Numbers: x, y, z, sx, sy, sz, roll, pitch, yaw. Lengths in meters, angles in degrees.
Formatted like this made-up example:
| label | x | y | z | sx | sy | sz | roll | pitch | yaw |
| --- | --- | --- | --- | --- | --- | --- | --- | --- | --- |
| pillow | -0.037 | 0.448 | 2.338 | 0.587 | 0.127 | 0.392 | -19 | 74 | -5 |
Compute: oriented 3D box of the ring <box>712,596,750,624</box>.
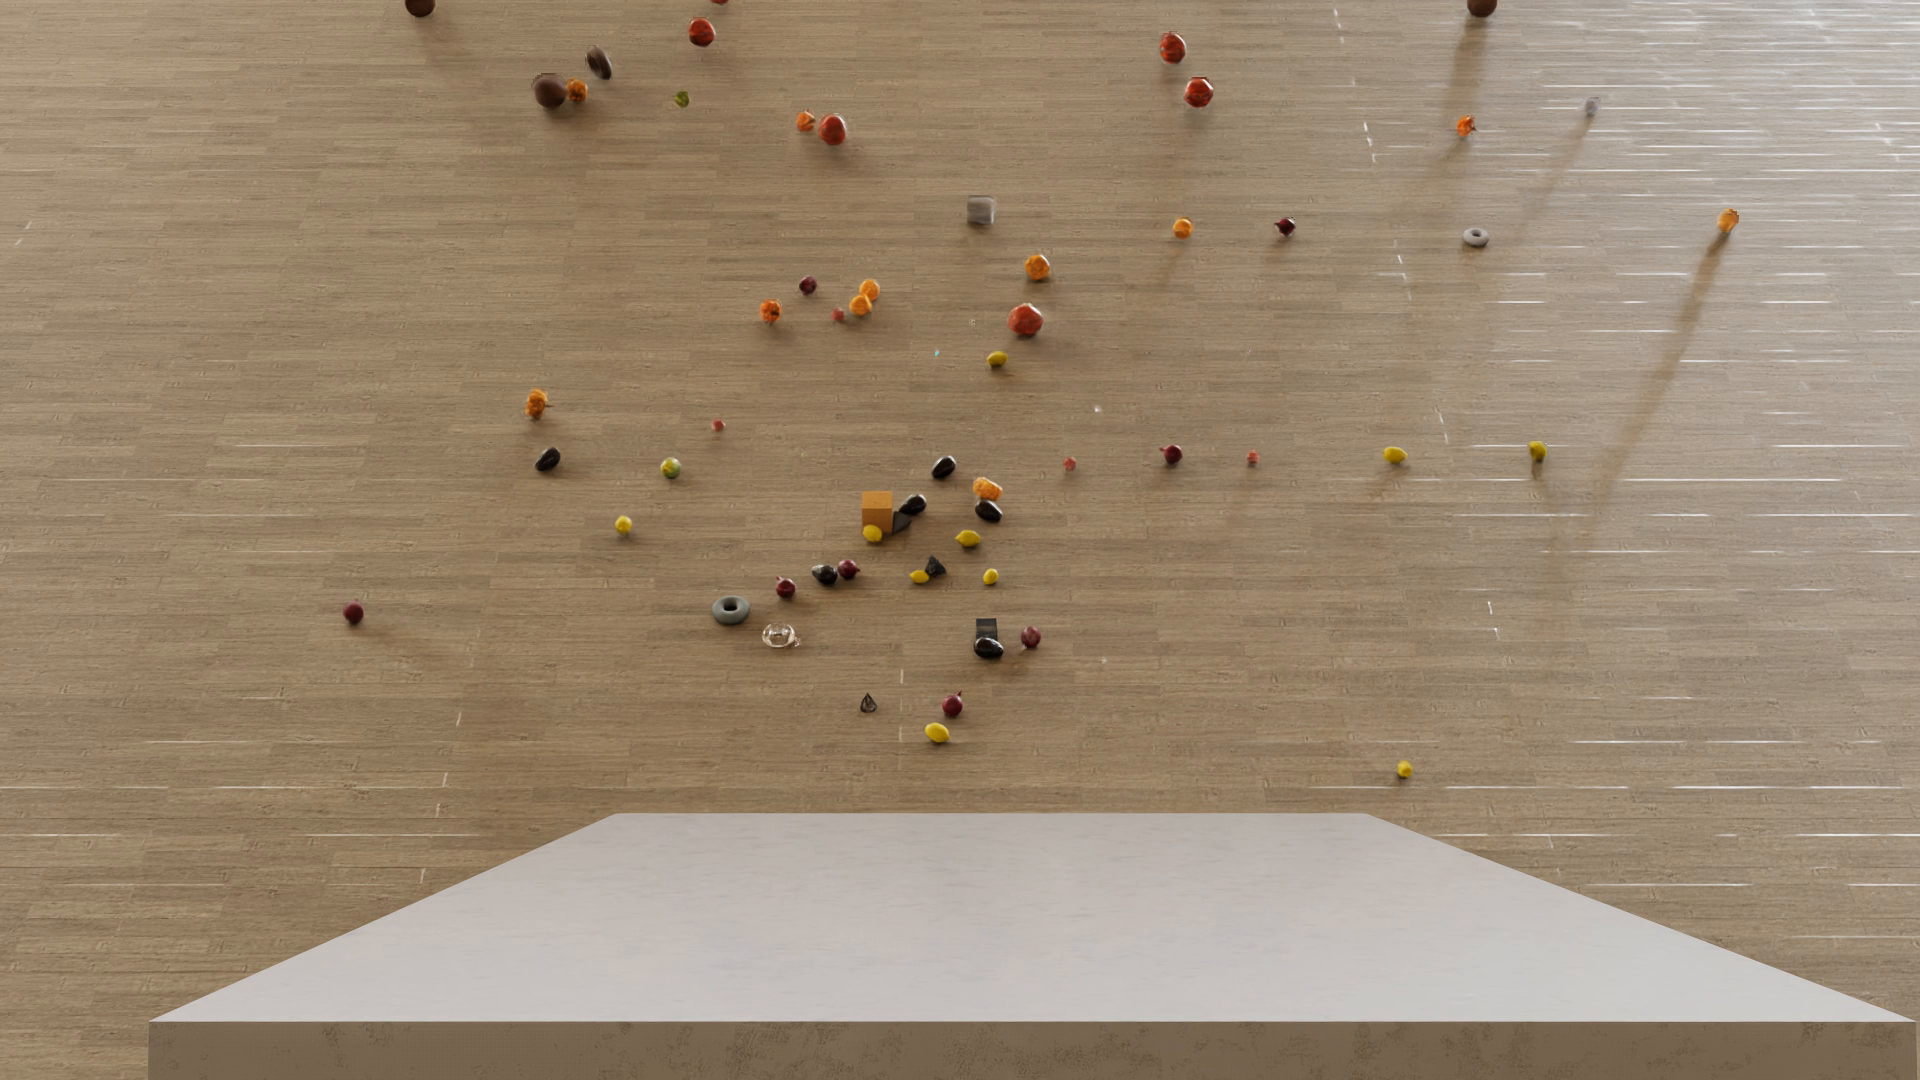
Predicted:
| label | x | y | z | sx | sy | sz | roll | pitch | yaw |
| --- | --- | --- | --- | --- | --- | --- | --- | --- | --- |
| ring | -0.680 | 0.207 | 7.722 | 0.114 | 0.038 | 0.114 | -1 | 37 | 1 |

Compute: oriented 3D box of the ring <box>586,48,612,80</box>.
| label | x | y | z | sx | sy | sz | roll | pitch | yaw |
| --- | --- | --- | --- | --- | --- | --- | --- | --- | --- |
| ring | -1.443 | -1.908 | 10.416 | 0.046 | 0.137 | 0.137 | -34 | 48 | -26 |

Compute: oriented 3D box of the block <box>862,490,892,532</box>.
| label | x | y | z | sx | sy | sz | roll | pitch | yaw |
| --- | --- | --- | --- | --- | --- | --- | --- | --- | --- |
| block | -0.256 | -0.088 | 8.065 | 0.092 | 0.092 | 0.092 | -1 | 37 | -1 |

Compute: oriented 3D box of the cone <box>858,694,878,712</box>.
| label | x | y | z | sx | sy | sz | roll | pitch | yaw |
| --- | --- | --- | --- | --- | --- | --- | --- | --- | --- |
| cone | -0.262 | 0.453 | 7.386 | 0.053 | 0.053 | 0.053 | 0 | 37 | 0 |

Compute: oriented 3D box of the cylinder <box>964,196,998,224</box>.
| label | x | y | z | sx | sy | sz | roll | pitch | yaw |
| --- | --- | --- | --- | --- | --- | --- | --- | --- | --- |
| cylinder | 0.076 | -1.210 | 9.543 | 0.090 | 0.090 | 0.090 | -4 | 32 | 29 |

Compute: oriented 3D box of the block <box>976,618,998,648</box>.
| label | x | y | z | sx | sy | sz | roll | pitch | yaw |
| --- | --- | --- | --- | --- | --- | --- | --- | --- | --- |
| block | 0.077 | 0.272 | 7.618 | 0.060 | 0.060 | 0.060 | -1 | 37 | -2 |

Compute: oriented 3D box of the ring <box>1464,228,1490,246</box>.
| label | x | y | z | sx | sy | sz | roll | pitch | yaw |
| --- | --- | --- | --- | --- | --- | --- | --- | --- | --- |
| ring | 1.875 | -1.101 | 9.449 | 0.094 | 0.031 | 0.094 | 1 | 38 | -1 |

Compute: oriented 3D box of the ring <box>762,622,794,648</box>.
| label | x | y | z | sx | sy | sz | roll | pitch | yaw |
| --- | --- | --- | --- | --- | --- | --- | --- | --- | --- |
| ring | -0.533 | 0.278 | 7.633 | 0.097 | 0.032 | 0.097 | -1 | 36 | 1 |

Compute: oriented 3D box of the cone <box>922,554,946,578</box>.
| label | x | y | z | sx | sy | sz | roll | pitch | yaw |
| --- | --- | --- | --- | --- | --- | --- | --- | --- | --- |
| cone | -0.091 | 0.094 | 7.876 | 0.071 | 0.071 | 0.071 | -42 | 49 | -8 |

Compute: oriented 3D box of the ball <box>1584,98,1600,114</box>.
| label | x | y | z | sx | sy | sz | roll | pitch | yaw |
| --- | --- | --- | --- | --- | --- | --- | --- | --- | --- |
| ball | 2.477 | -1.701 | 10.212 | 0.063 | 0.063 | 0.063 | 0 | 37 | 0 |

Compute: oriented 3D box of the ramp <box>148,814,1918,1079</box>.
| label | x | y | z | sx | sy | sz | roll | pitch | yaw |
| --- | --- | --- | --- | --- | --- | --- | --- | --- | --- |
| ramp | 0.082 | 0.687 | 4.939 | 2.000 | 0.100 | 4.000 | 0 | -3 | 0 |
